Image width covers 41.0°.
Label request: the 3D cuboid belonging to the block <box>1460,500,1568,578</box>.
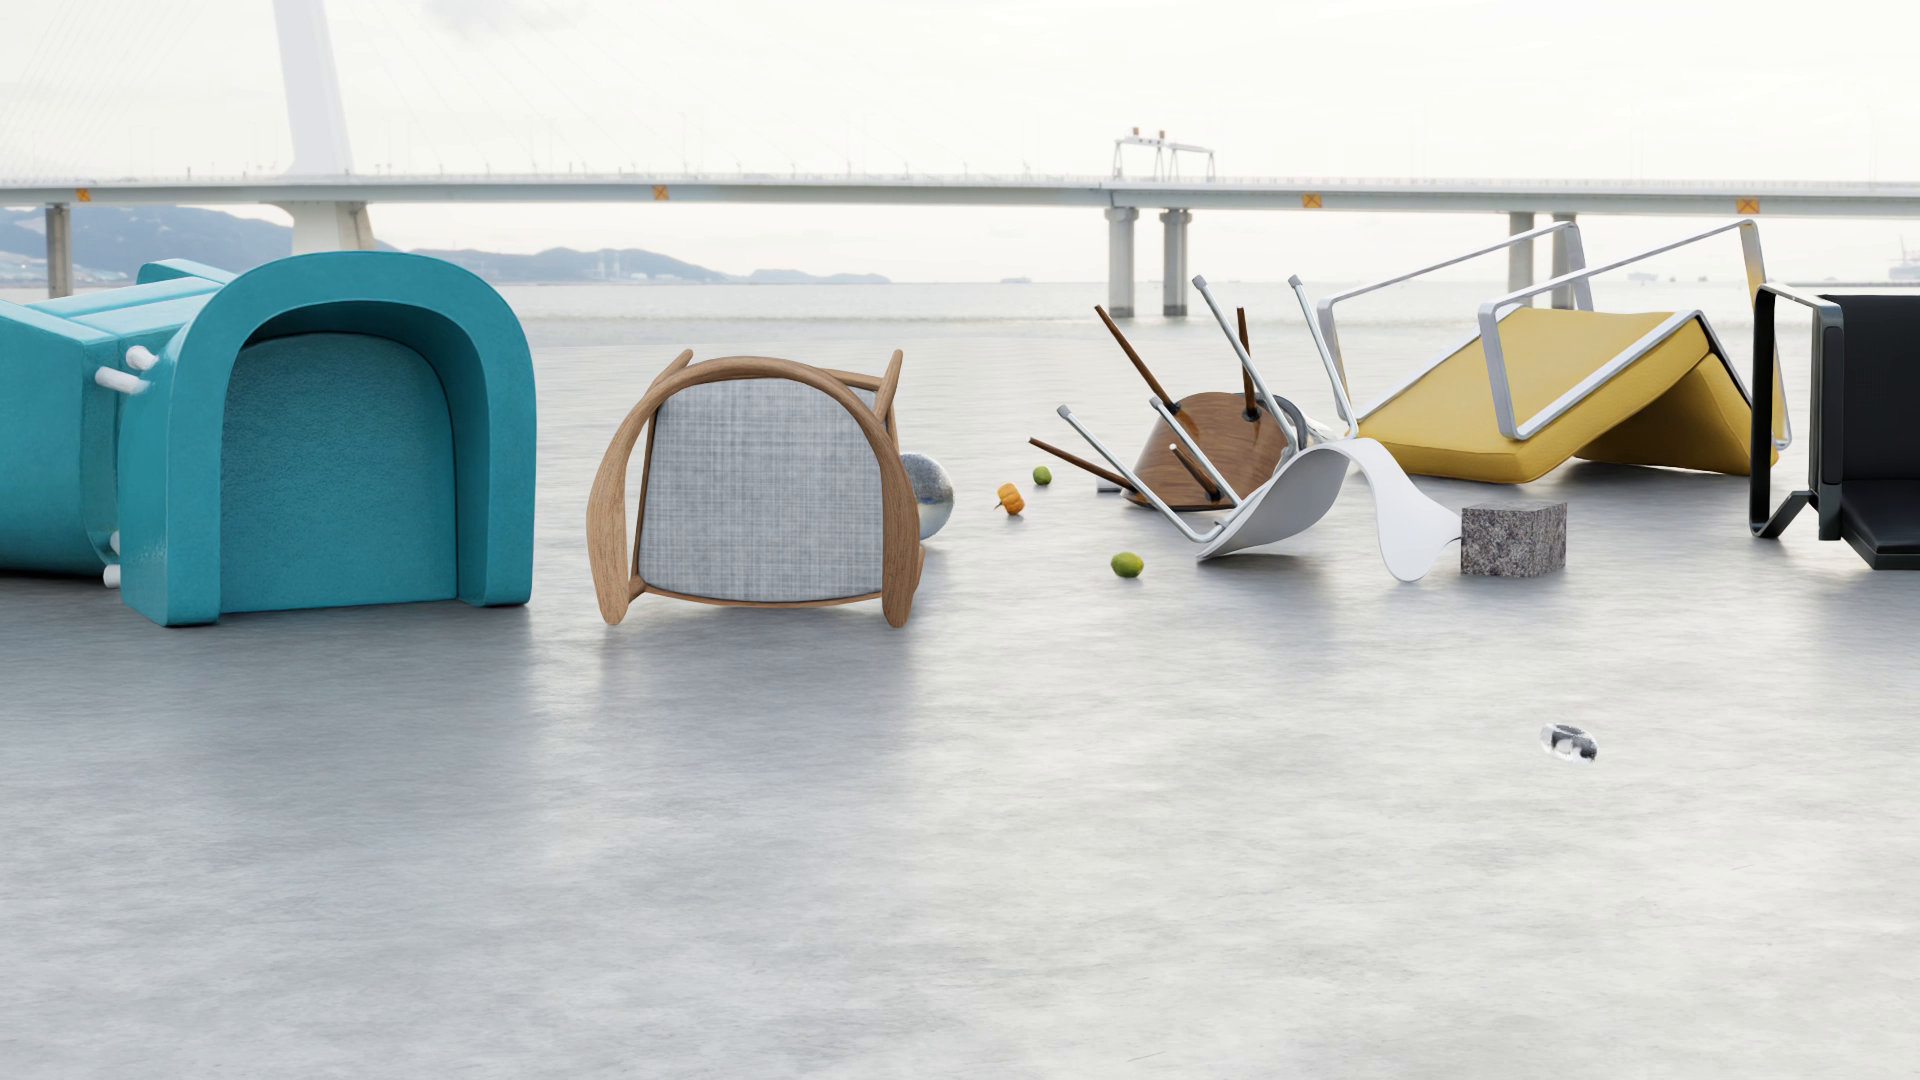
[{"bbox_3d":[1.243,-0.005,5.751,0.162,0.146,0.255,3,7,29],"label":"block"}]

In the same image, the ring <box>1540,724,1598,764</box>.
[{"bbox_3d":[0.833,0.279,3.512,0.049,0.039,0.113,-5,11,-22],"label":"ring"}]

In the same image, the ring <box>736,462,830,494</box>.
[{"bbox_3d":[-0.539,-0.190,7.832,0.297,0.090,0.225,-1,7,-21],"label":"ring"}]

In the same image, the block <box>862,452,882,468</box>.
[{"bbox_3d":[-0.300,-0.272,8.805,0.059,0.052,0.043,1,6,10],"label":"block"}]

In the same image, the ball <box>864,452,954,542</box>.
[{"bbox_3d":[-0.125,-0.106,6.352,0.223,0.223,0.223,0,6,0],"label":"ball"}]
